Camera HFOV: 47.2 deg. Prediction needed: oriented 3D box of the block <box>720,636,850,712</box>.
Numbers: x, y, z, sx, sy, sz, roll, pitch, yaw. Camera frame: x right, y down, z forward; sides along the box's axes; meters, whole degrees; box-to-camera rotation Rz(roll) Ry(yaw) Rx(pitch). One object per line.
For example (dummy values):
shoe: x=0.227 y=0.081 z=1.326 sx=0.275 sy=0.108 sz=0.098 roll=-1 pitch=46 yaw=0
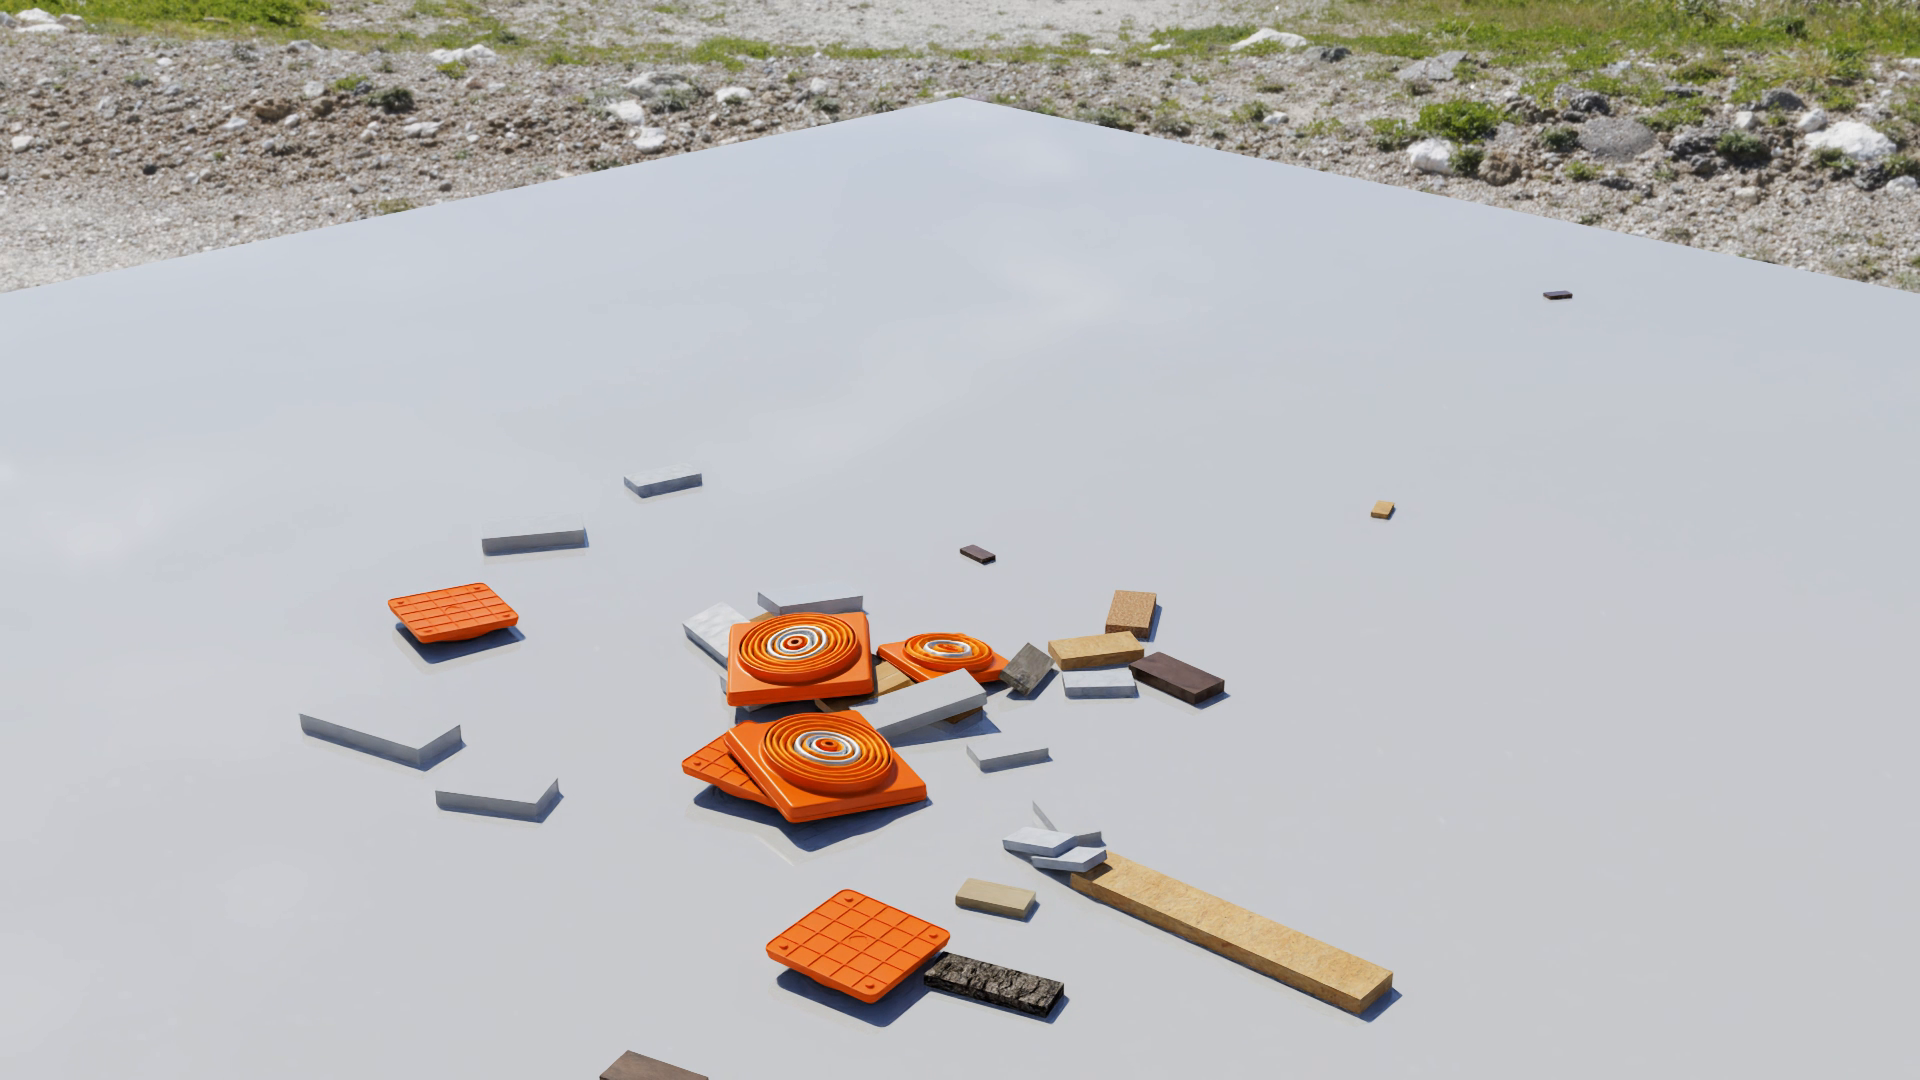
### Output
block: x=-0.395 y=0.301 z=4.965 sx=0.262 sy=0.037 sz=0.131 roll=-21 pitch=31 yaw=-28

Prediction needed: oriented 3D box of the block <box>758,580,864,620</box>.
block: x=-0.364 y=0.145 z=5.340 sx=0.229 sy=0.032 sz=0.114 roll=-7 pitch=21 yaw=-32

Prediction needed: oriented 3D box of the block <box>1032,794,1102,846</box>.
block: x=0.214 y=0.562 z=4.407 sx=0.081 sy=0.023 sz=0.161 roll=-8 pitch=24 yaw=-19

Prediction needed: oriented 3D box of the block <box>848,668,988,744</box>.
block: x=-0.092 y=0.362 z=4.811 sx=0.280 sy=0.032 sz=0.114 roll=-17 pitch=31 yaw=-19

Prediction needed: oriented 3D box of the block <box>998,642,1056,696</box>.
block: x=0.153 y=0.293 z=5.000 sx=0.078 sy=0.022 sz=0.157 roll=33 pitch=31 yaw=9

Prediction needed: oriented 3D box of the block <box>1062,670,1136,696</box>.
block: x=0.313 y=0.324 z=4.970 sx=0.157 sy=0.022 sz=0.078 roll=-1 pitch=23 yaw=-3

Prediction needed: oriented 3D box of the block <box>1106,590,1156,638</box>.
block: x=0.413 y=0.178 z=5.305 sx=0.101 sy=0.029 sz=0.202 roll=4 pitch=23 yaw=10

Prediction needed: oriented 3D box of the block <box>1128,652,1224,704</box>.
block: x=0.490 y=0.312 z=4.988 sx=0.101 sy=0.029 sz=0.202 roll=-20 pitch=30 yaw=-38

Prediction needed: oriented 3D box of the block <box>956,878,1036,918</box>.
block: x=0.067 y=0.675 z=4.146 sx=0.137 sy=0.019 sz=0.068 roll=9 pitch=24 yaw=19

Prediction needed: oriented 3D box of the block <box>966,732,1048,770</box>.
block: x=0.101 y=0.448 z=4.677 sx=0.157 sy=0.022 sz=0.078 roll=-9 pitch=24 yaw=-19

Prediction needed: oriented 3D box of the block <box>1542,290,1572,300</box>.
block: x=2.118 y=-0.868 z=7.791 sx=0.091 sy=0.013 sz=0.045 roll=-7 pitch=24 yaw=-16

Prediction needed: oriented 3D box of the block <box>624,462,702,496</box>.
block: x=-0.827 y=-0.170 z=6.127 sx=0.193 sy=0.027 sz=0.097 roll=-14 pitch=27 yaw=-29

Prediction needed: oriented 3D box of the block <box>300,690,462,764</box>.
block: x=-1.256 y=0.403 z=4.763 sx=0.339 sy=0.037 sz=0.131 roll=12 pitch=26 yaw=27

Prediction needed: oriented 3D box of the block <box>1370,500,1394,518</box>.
block: x=1.141 y=-0.082 z=5.938 sx=0.045 sy=0.013 sz=0.091 roll=9 pitch=25 yaw=20

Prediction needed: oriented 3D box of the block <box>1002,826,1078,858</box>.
block: x=0.156 y=0.590 z=4.301 sx=0.137 sy=0.019 sz=0.068 roll=2 pitch=18 yaw=46

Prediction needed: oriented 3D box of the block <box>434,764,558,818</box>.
block: x=-0.949 y=0.514 z=4.509 sx=0.221 sy=0.031 sz=0.111 roll=6 pitch=24 yaw=13

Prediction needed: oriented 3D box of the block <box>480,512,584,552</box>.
block: x=-1.123 y=-0.022 z=5.766 sx=0.262 sy=0.037 sz=0.131 roll=-5 pitch=24 yaw=-13

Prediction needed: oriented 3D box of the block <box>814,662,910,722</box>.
block: x=-0.216 y=0.337 z=4.887 sx=0.193 sy=0.027 sz=0.097 roll=-24 pitch=34 yaw=-26

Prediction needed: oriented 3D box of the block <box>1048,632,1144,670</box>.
block: x=0.316 y=0.257 z=5.118 sx=0.202 sy=0.029 sz=0.101 roll=-6 pitch=24 yaw=-14

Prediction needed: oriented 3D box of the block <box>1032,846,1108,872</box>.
block: x=0.211 y=0.613 z=4.238 sx=0.137 sy=0.019 sz=0.068 roll=-2 pitch=15 yaw=46

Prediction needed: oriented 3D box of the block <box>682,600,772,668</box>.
block: x=-0.548 y=0.222 z=5.161 sx=0.114 sy=0.032 sz=0.229 roll=-28 pitch=33 yaw=-23

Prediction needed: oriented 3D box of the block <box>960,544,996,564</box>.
block: x=0.045 y=0.036 z=5.659 sx=0.045 sy=0.013 sz=0.091 roll=-18 pitch=29 yaw=-35

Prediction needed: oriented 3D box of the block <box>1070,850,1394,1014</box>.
block: x=0.488 y=0.712 z=4.041 sx=0.635 sy=0.031 sz=0.111 roll=19 pitch=29 yaw=37

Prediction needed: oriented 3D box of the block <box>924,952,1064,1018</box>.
block: x=0.059 y=0.784 z=3.884 sx=0.235 sy=0.023 sz=0.081 roll=10 pitch=25 yaw=23

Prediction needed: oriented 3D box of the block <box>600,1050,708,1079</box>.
block: x=-0.504 y=0.894 z=3.625 sx=0.161 sy=0.023 sz=0.081 roll=12 pitch=26 yaw=25

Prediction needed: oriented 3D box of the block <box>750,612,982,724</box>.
block: x=-0.237 y=0.288 z=5.048 sx=0.685 sy=0.027 sz=0.097 roll=19 pitch=30 yaw=38
